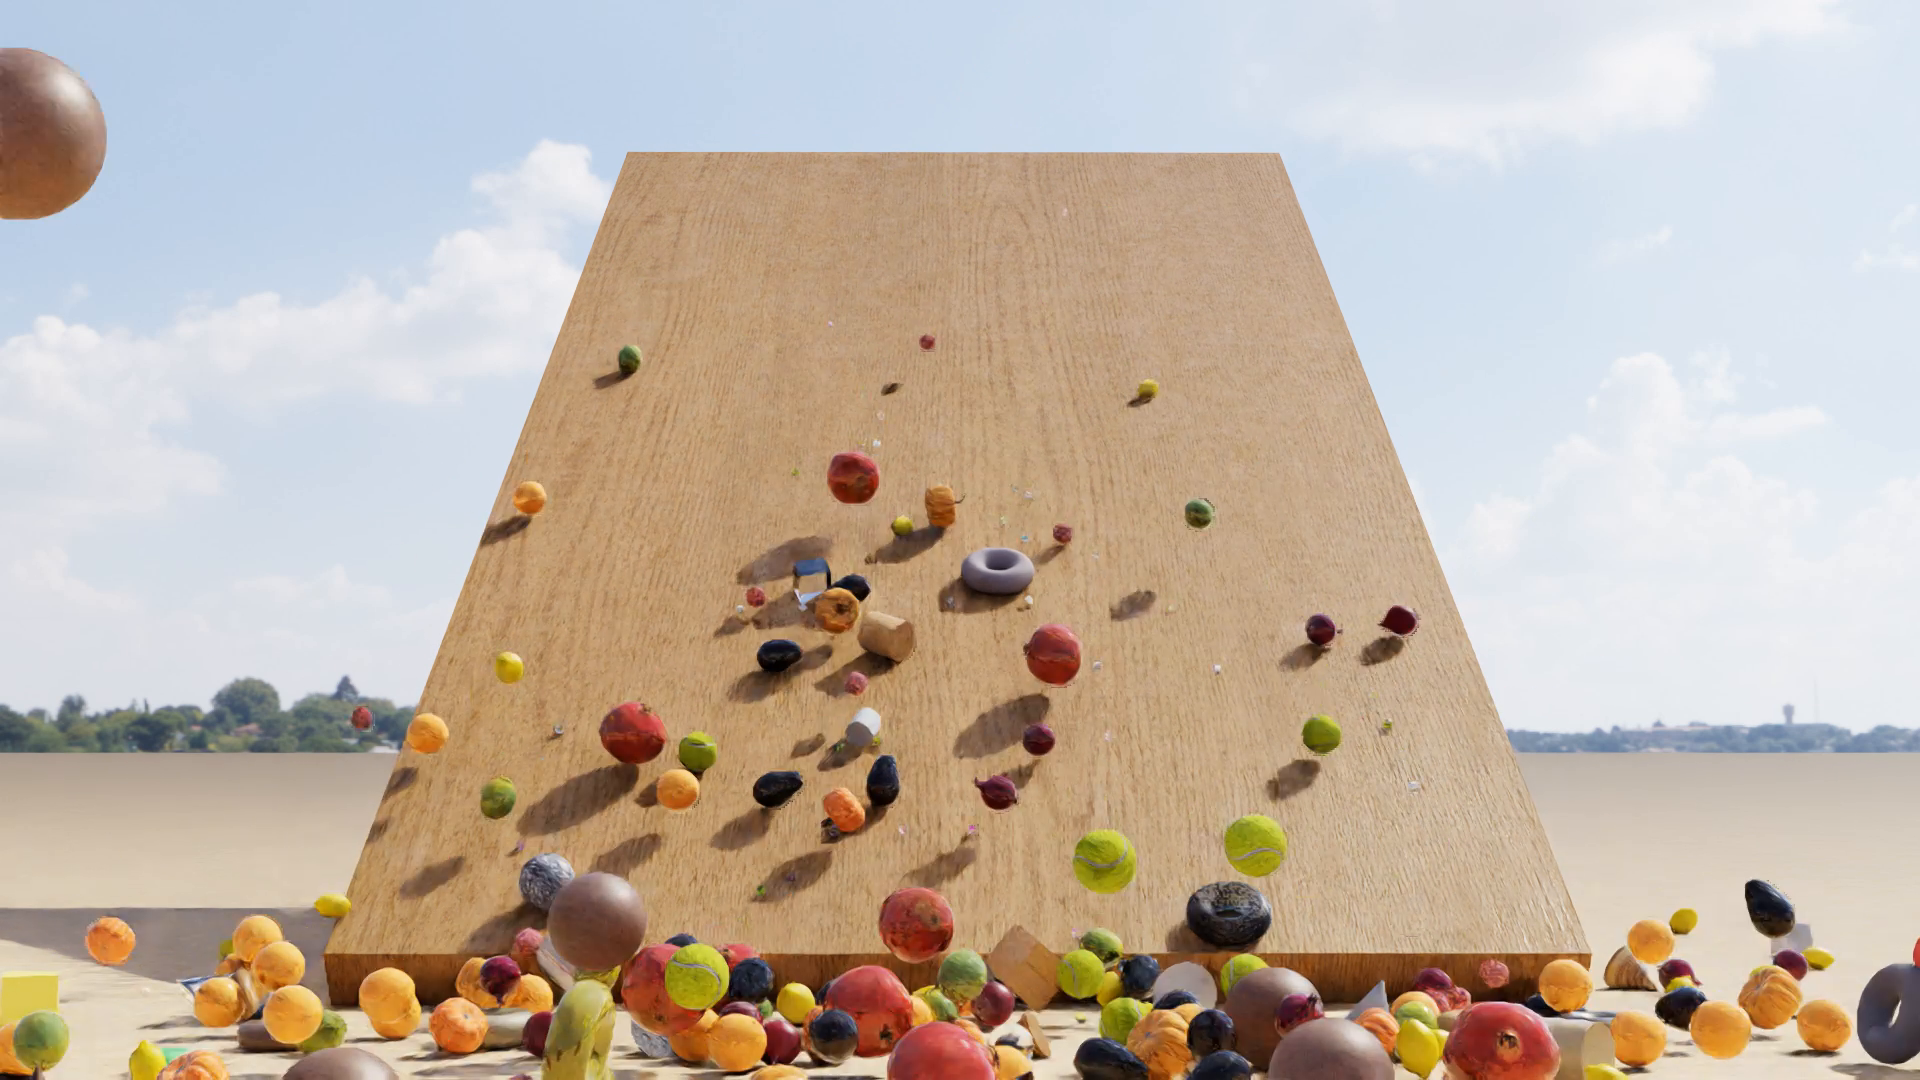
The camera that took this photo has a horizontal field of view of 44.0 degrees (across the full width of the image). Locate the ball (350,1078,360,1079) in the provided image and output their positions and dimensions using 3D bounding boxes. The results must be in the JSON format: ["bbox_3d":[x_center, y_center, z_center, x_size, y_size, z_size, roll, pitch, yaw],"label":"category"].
[{"bbox_3d":[-0.627,0.591,2.459,0.067,0.067,0.067,0,-5,0],"label":"ball"}]

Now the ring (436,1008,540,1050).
[{"bbox_3d":[-0.649,0.673,3.272,0.140,0.047,0.140,-1,-4,0],"label":"ring"}]

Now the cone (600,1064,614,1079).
[{"bbox_3d":[-0.442,0.626,2.854,0.066,0.066,0.066,0,-5,0],"label":"cone"}]

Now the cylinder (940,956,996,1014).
[{"bbox_3d":[0.011,0.649,3.465,0.078,0.078,0.078,0,-15,-3],"label":"cylinder"}]

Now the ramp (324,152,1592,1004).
[{"bbox_3d":[-0.011,-0.225,5.546,2.000,0.100,4.000,0,27,0],"label":"ramp"}]

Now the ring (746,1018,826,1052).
[{"bbox_3d":[-0.238,0.675,3.247,0.109,0.036,0.109,1,-4,0],"label":"ring"}]

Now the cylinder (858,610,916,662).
[{"bbox_3d":[-0.140,0.184,4.558,0.079,0.079,0.079,17,6,34],"label":"cylinder"}]

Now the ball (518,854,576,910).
[{"bbox_3d":[-0.667,0.551,3.840,0.090,0.090,0.090,0,-5,0],"label":"ball"}]

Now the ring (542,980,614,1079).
[{"bbox_3d":[-0.415,0.551,2.581,0.049,0.148,0.148,11,-4,6],"label":"ring"}]

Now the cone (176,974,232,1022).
[{"bbox_3d":[-1.112,0.665,3.535,0.072,0.072,0.072,-33,13,-30],"label":"cone"}]

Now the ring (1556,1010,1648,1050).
[{"bbox_3d":[0.881,0.674,3.270,0.129,0.043,0.129,1,-5,0],"label":"ring"}]

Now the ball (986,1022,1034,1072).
[{"bbox_3d":[0.064,0.643,3.019,0.060,0.060,0.060,0,-5,0],"label":"ball"}]

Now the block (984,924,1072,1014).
[{"bbox_3d":[0.099,0.634,3.515,0.080,0.080,0.080,45,-9,-25],"label":"block"}]

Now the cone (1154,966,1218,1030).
[{"bbox_3d":[0.302,0.627,3.337,0.093,0.093,0.093,1,9,-15],"label":"cone"}]

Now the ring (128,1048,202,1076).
[{"bbox_3d":[-1.001,0.657,2.995,0.087,0.029,0.087,1,-6,0],"label":"ring"}]

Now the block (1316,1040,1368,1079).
[{"bbox_3d":[0.455,0.628,2.831,0.058,0.058,0.058,-1,-5,11],"label":"block"}]

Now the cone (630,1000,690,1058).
[{"bbox_3d":[-0.415,0.670,3.186,0.082,0.082,0.082,3,-32,-27],"label":"cone"}]

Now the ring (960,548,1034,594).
[{"bbox_3d":[0.076,0.063,4.830,0.150,0.050,0.150,1,28,-1],"label":"ring"}]

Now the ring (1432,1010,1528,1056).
[{"bbox_3d":[0.713,0.666,3.214,0.149,0.050,0.149,1,-4,0],"label":"ring"}]

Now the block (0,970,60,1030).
[{"bbox_3d":[-1.366,0.676,3.492,0.077,0.077,0.077,2,-5,-19],"label":"block"}]

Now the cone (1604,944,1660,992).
[{"bbox_3d":[1.151,0.742,4.021,0.085,0.085,0.085,4,20,-38],"label":"cone"}]

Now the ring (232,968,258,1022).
[{"bbox_3d":[-1.069,0.680,3.557,0.027,0.080,0.080,-11,-2,-13],"label":"ring"}]

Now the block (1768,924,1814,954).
[{"bbox_3d":[1.624,0.779,4.646,0.057,0.057,0.057,2,-13,-14],"label":"block"}]

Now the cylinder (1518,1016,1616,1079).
[{"bbox_3d":[0.726,0.616,2.846,0.084,0.084,0.084,-5,-7,42],"label":"cylinder"}]

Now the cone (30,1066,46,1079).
[{"bbox_3d":[-0.944,0.579,2.430,0.086,0.086,0.086,0,-5,0],"label":"cone"}]

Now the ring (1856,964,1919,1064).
[{"bbox_3d":[1.204,0.608,3.056,0.044,0.133,0.133,19,-9,-10],"label":"ring"}]

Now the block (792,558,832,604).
[{"bbox_3d":[-0.296,0.082,4.775,0.064,0.064,0.064,-8,29,-15],"label":"block"}]

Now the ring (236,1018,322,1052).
[{"bbox_3d":[-0.929,0.675,3.244,0.113,0.038,0.113,1,-6,0],"label":"ring"}]

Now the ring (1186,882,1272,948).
[{"bbox_3d":[0.430,0.598,3.804,0.139,0.046,0.139,-2,30,1],"label":"ring"}]

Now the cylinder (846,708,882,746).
[{"bbox_3d":[-0.174,0.338,4.296,0.051,0.051,0.051,-2,26,20],"label":"cylinder"}]

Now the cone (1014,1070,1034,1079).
[{"bbox_3d":[0.058,0.547,2.323,0.092,0.092,0.092,2,-50,-19],"label":"cone"}]

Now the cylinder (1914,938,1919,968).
[{"bbox_3d":[1.291,0.533,3.044,0.093,0.093,0.093,-16,3,-26],"label":"cylinder"}]

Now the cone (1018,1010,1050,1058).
[{"bbox_3d":[0.073,0.669,3.150,0.069,0.069,0.069,-28,-10,9],"label":"cone"}]

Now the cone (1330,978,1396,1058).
[{"bbox_3d":[0.551,0.627,3.170,0.092,0.092,0.092,15,10,-3],"label":"cone"}]
